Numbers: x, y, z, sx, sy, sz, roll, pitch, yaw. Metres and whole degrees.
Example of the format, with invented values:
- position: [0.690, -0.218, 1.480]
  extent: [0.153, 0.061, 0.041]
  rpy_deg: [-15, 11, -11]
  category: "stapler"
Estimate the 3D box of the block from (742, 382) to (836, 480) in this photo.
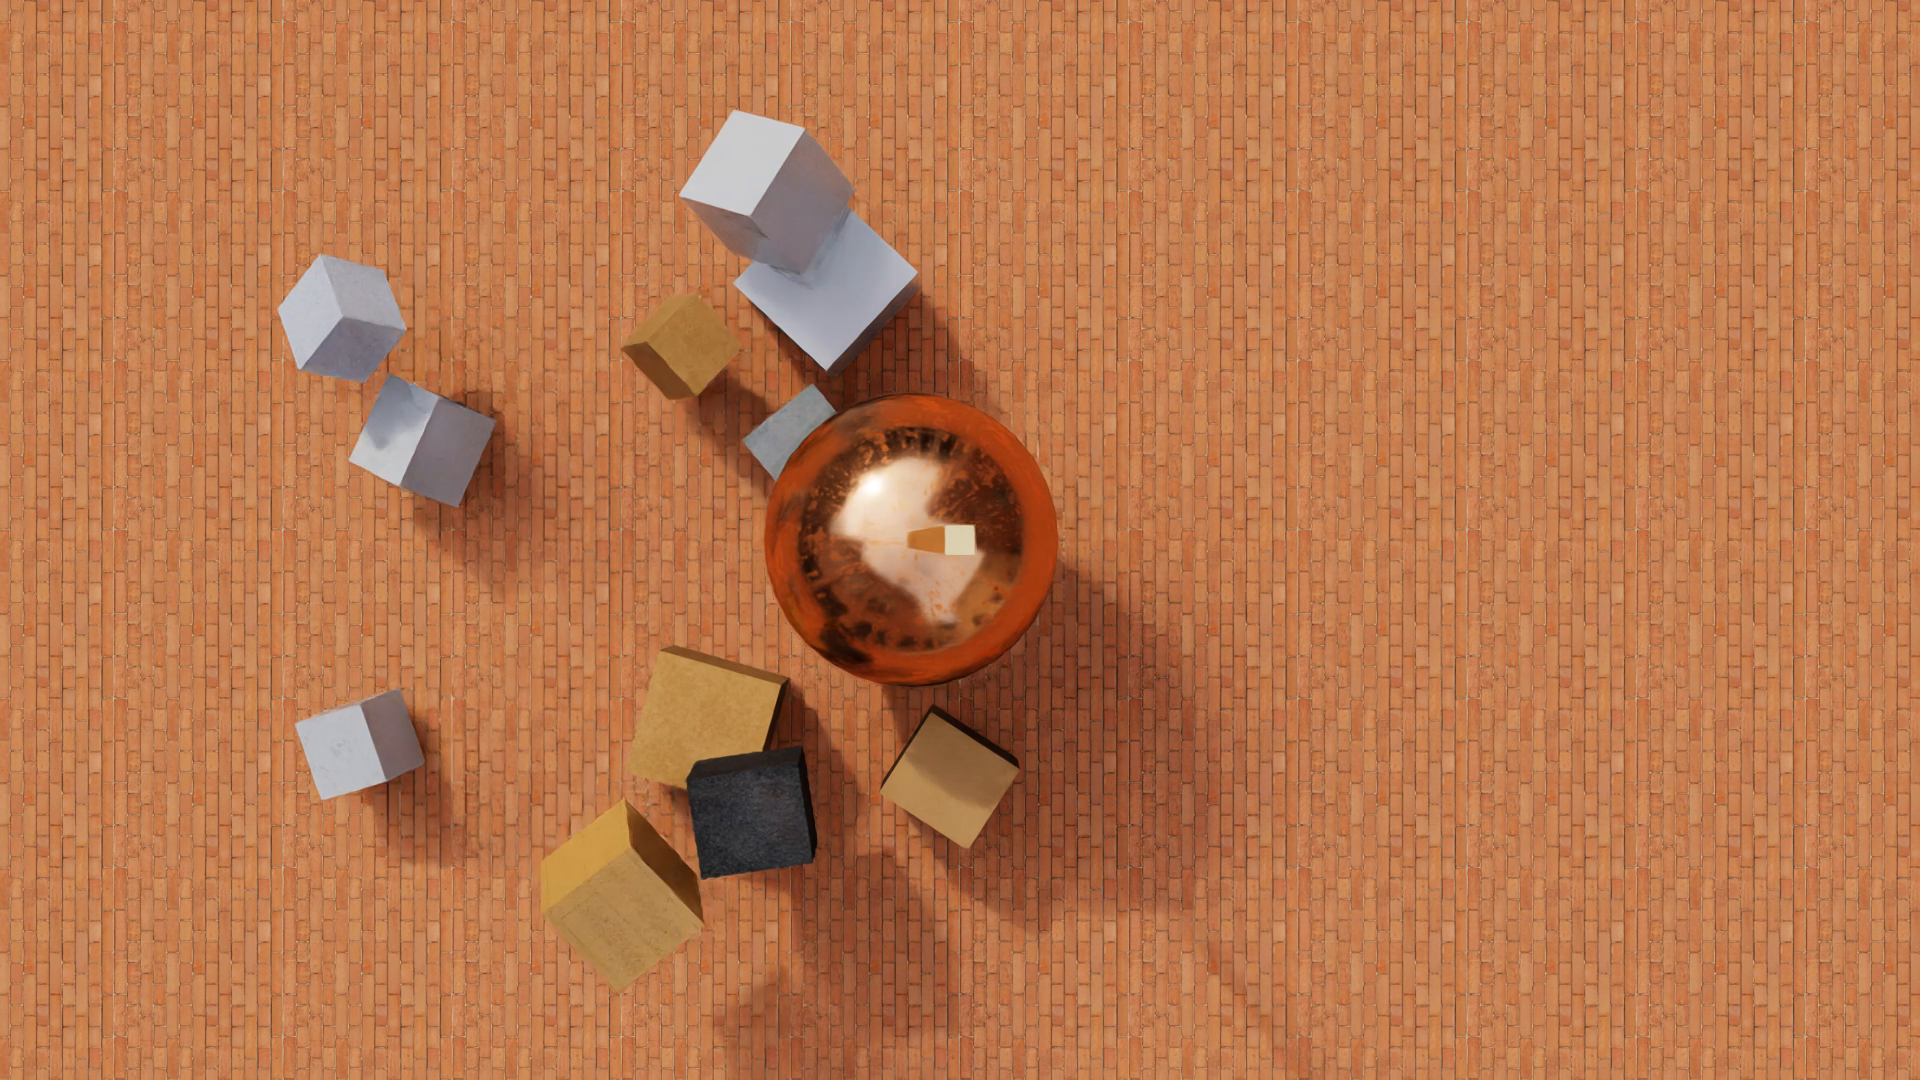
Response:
- position: [-0.877, -0.531, 12.758]
  extent: [0.518, 0.483, 0.516]
  rpy_deg: [-39, 90, 0]
  category: "block"

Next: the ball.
- position: [-0.263, 0.000, 11.927]
  extent: [1.600, 1.600, 1.600]
  rpy_deg: [0, 90, 0]
  category: "ball"

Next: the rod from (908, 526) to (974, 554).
- position: [-0.114, 0.000, 8.531]
  extent: [0.080, 5.200, 0.080]
  rpy_deg: [0, 90, -3]
  category: "rod"

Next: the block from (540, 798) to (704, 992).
- position: [-1.809, 1.890, 11.753]
  extent: [0.584, 0.593, 0.620]
  rpy_deg: [-38, 112, 3]
  category: "block"

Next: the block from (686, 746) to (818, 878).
- position: [-1.138, 1.490, 12.100]
  extent: [0.607, 0.518, 0.551]
  rpy_deg: [-8, 96, 0]
  category: "block"

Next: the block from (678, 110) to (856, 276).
- position: [-1.045, -1.891, 11.978]
  extent: [0.548, 0.570, 0.577]
  rpy_deg: [21, 75, 36]
  category: "block"

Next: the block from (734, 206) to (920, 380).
- position: [-0.748, -1.458, 12.615]
  extent: [0.711, 0.770, 0.749]
  rpy_deg: [43, 90, 0]
  category: "block"

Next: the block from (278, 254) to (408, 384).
- position: [-3.434, -1.224, 12.222]
  extent: [0.458, 0.417, 0.460]
  rpy_deg: [-43, 58, 27]
  category: "block"

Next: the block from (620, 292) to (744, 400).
- position: [-1.586, -1.101, 12.523]
  extent: [0.418, 0.428, 0.409]
  rpy_deg: [48, 69, -21]
  category: "block"

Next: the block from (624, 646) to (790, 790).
- position: [-1.445, 1.060, 12.680]
  extent: [0.711, 0.640, 0.710]
  rpy_deg: [16, 90, 0]
  category: "block"

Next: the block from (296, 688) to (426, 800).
- position: [-3.463, 1.177, 12.711]
  extent: [0.453, 0.427, 0.466]
  rpy_deg: [-17, 94, 19]
  category: "block"

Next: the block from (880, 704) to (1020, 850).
- position: [-0.059, 1.358, 12.692]
  extent: [0.599, 0.616, 0.543]
  rpy_deg: [33, 90, 0]
  category: "block"

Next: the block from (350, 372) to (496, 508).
- position: [-3.090, -0.572, 12.663]
  extent: [0.465, 0.475, 0.553]
  rpy_deg: [23, 89, 34]
  category: "block"
